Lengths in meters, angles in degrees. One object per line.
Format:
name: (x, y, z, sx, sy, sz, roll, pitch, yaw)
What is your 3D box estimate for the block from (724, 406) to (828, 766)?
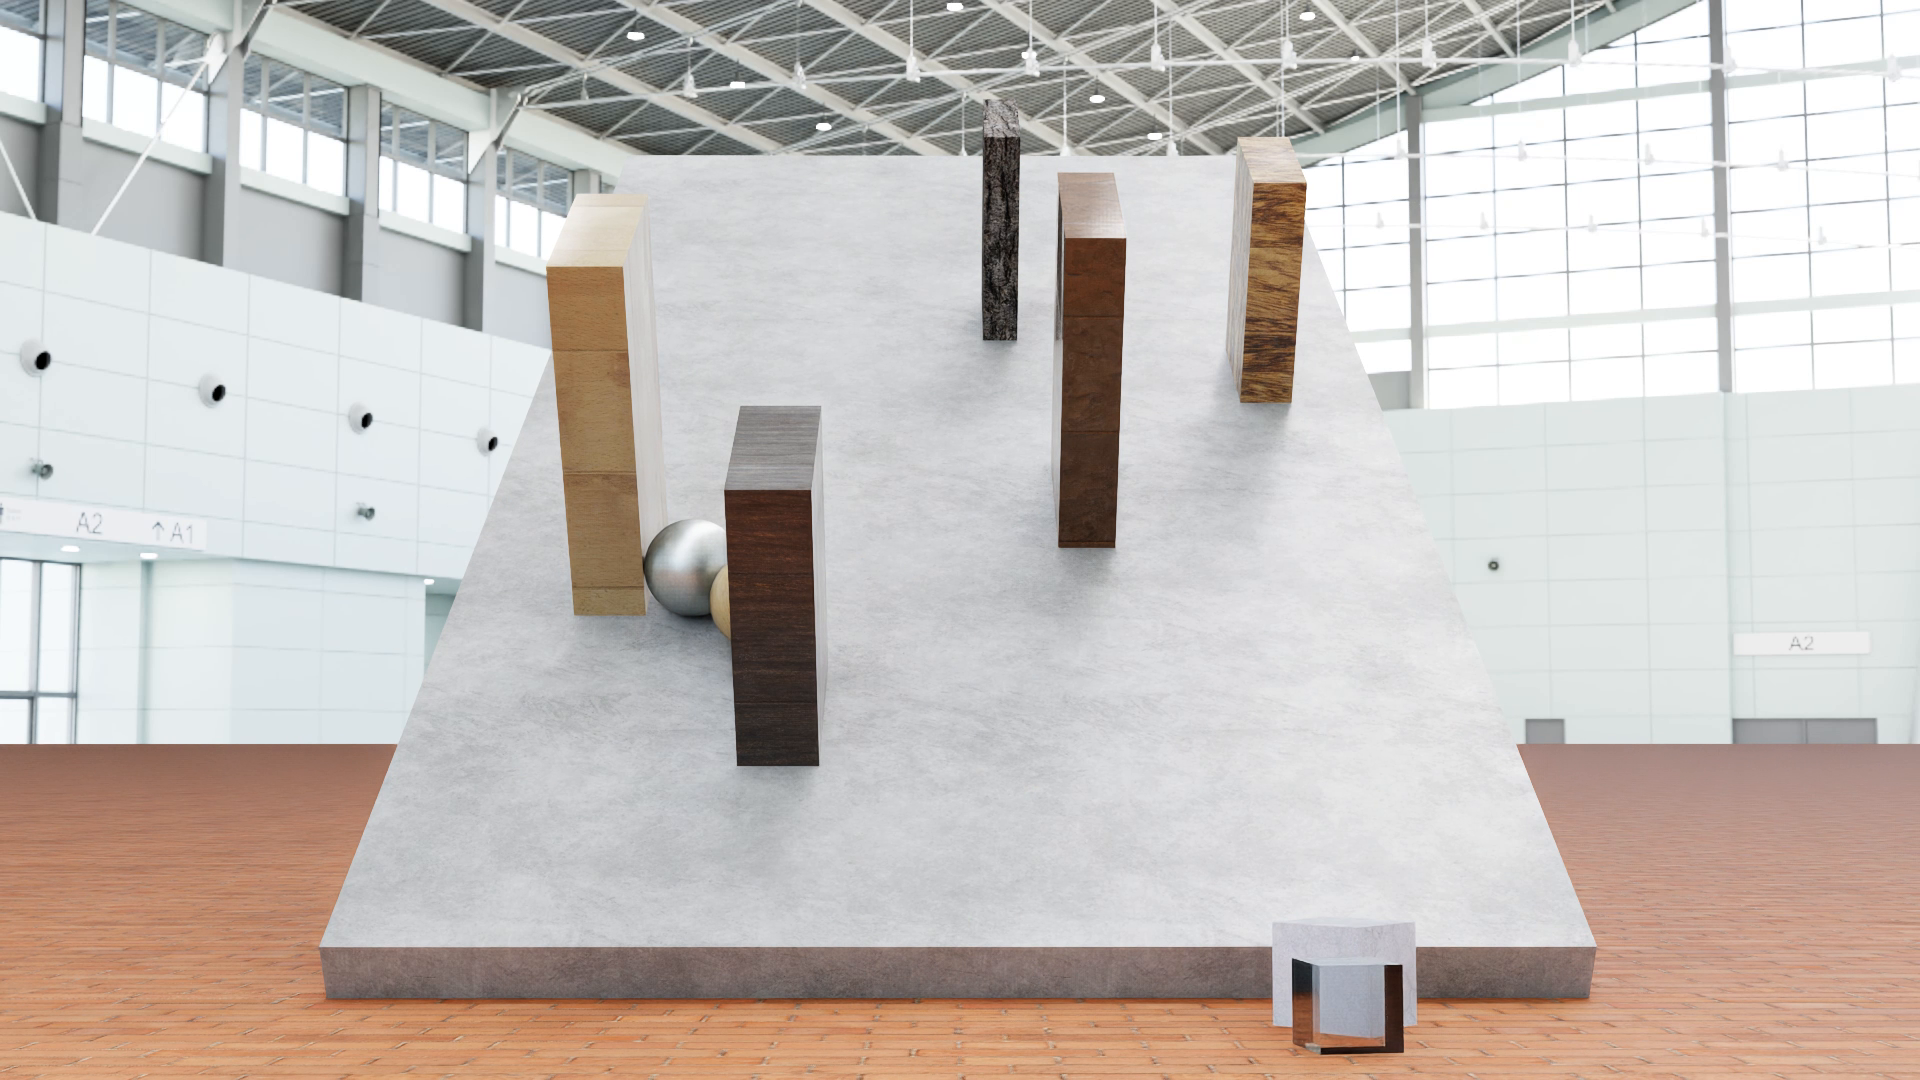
block: (-0.320, 0.079, 4.208, 0.145, 0.540, 0.347, 0, 27, 0)

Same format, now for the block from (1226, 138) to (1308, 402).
block: (0.723, -0.643, 5.630, 0.122, 0.542, 0.342, 0, 27, 0)

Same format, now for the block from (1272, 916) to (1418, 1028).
block: (0.553, 0.623, 3.411, 0.147, 0.147, 0.147, -4, -7, 43)

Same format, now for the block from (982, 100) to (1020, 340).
block: (0.101, -0.807, 5.964, 0.086, 0.526, 0.317, 0, 27, 0)

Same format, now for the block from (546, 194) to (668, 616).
block: (-0.689, -0.269, 4.682, 0.141, 0.728, 0.409, 0, 27, 0)

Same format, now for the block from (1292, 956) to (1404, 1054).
block: (0.515, 0.618, 3.156, 0.114, 0.114, 0.114, 1, -5, -10)

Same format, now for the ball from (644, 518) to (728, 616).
ball: (-0.522, 0.054, 4.640, 0.192, 0.192, 0.192, 0, -5, 0)

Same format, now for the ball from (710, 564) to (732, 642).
ball: (-0.386, 0.116, 4.526, 0.185, 0.185, 0.185, 0, -5, 0)

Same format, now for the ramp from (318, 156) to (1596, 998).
ramp: (-0.011, -0.226, 5.515, 2.000, 0.100, 4.000, 0, 27, 0)

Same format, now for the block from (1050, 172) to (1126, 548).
block: (0.264, -0.378, 4.956, 0.119, 0.679, 0.406, 0, 27, 0)
